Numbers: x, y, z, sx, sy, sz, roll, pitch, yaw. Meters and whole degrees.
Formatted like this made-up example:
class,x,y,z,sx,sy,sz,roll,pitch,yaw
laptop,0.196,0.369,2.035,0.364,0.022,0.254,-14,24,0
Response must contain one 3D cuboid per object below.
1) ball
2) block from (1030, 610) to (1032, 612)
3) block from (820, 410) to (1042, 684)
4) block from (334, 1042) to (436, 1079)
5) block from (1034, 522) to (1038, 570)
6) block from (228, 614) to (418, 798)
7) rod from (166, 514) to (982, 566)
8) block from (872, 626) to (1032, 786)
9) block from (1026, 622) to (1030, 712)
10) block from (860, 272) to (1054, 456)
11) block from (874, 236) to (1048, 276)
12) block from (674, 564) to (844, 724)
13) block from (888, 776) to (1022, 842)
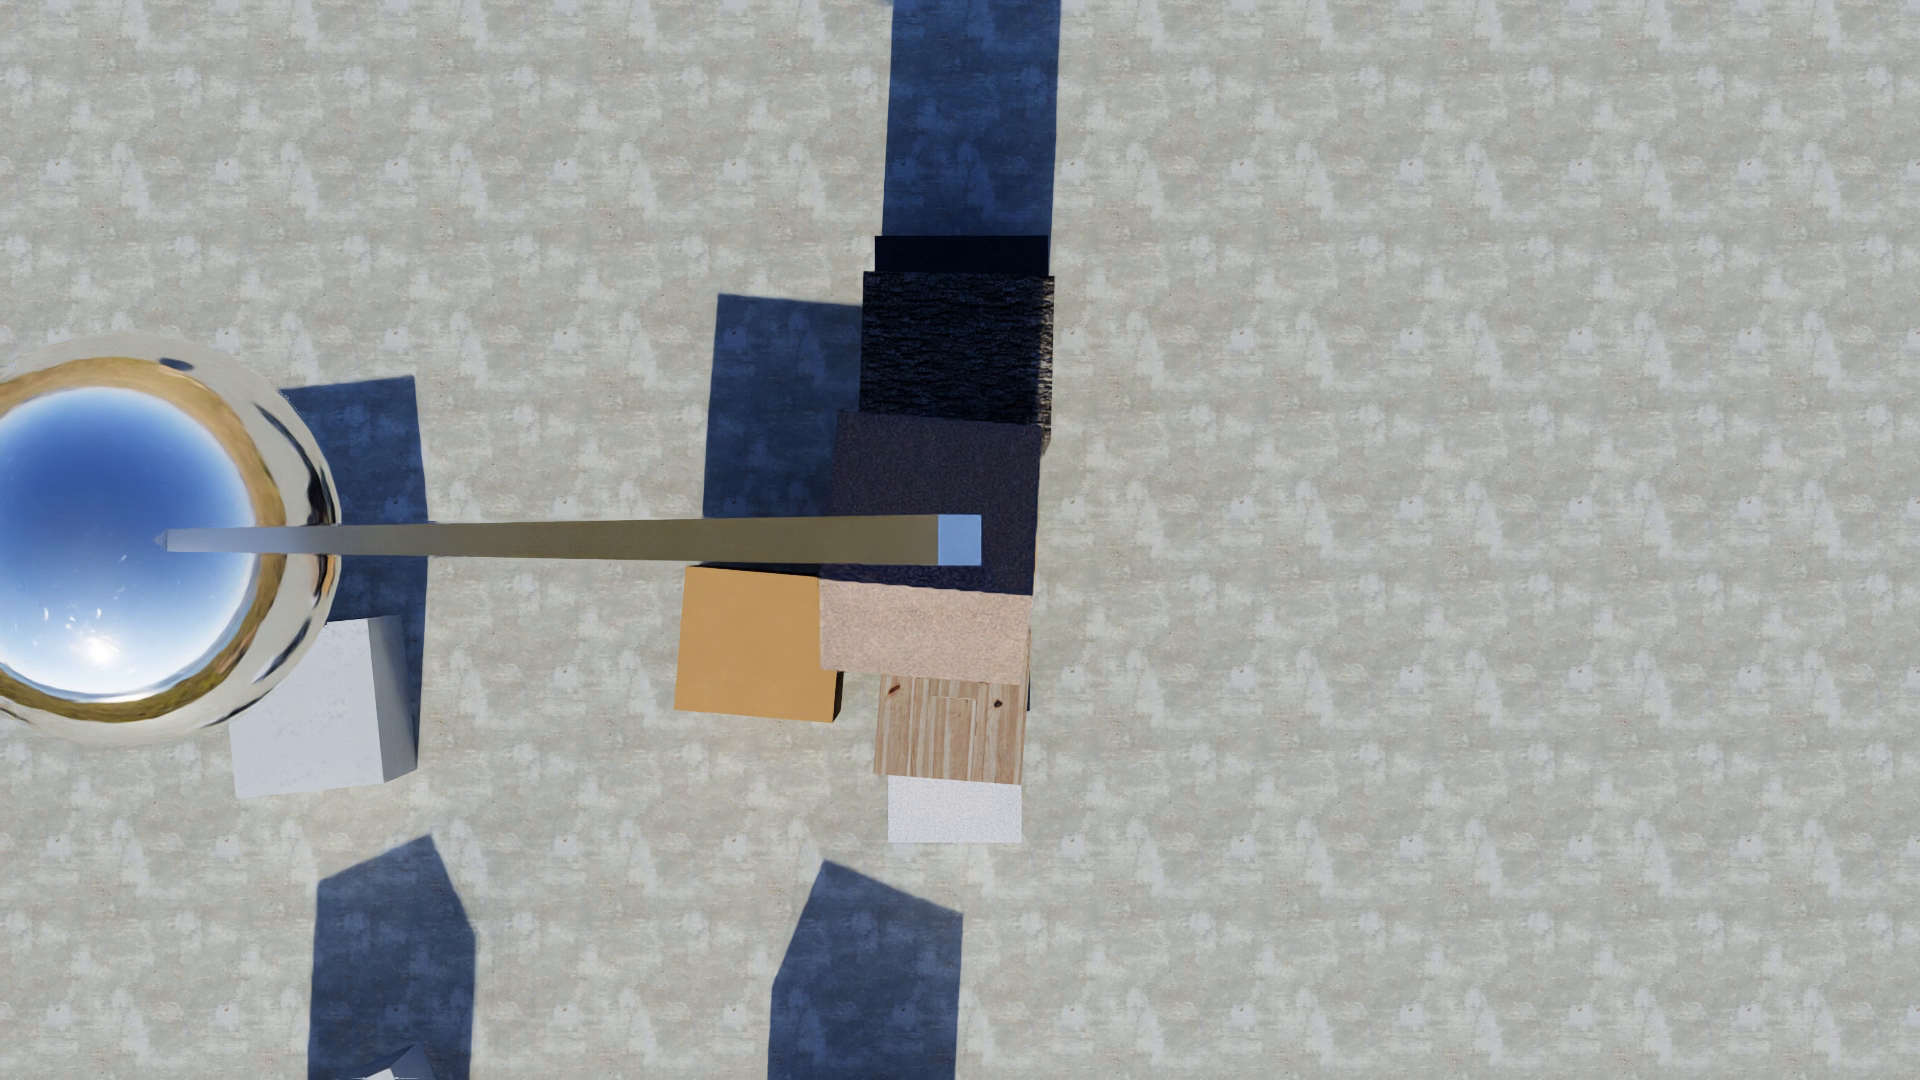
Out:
class,x,y,z,sx,sy,sz,roll,pitch,yaw
ball,-3.212,0.000,8.507,1.600,1.600,1.600,0,90,0
block,0.031,-0.034,11.737,0.678,0.700,0.815,0,90,0
block,-0.147,0.044,10.760,0.988,0.887,0.950,5,59,0
block,-3.395,3.424,12.671,0.730,0.658,0.687,-24,90,0
block,0.014,-0.296,12.545,0.820,0.911,0.931,0,90,0
block,-3.666,0.938,12.623,0.827,0.754,0.925,-6,90,0
rod,-1.392,0.000,5.635,0.080,5.200,0.080,0,90,-32
block,-0.036,0.851,11.759,0.763,0.898,0.818,4,86,0
block,-0.011,0.572,12.617,0.802,0.765,0.762,0,90,0
block,-0.016,-0.917,11.645,0.977,0.903,0.842,1,87,0
block,0.007,-1.221,12.559,0.956,0.883,0.914,0,90,0
block,-1.109,0.577,12.571,0.880,0.859,0.796,5,90,0
block,-0.028,1.323,12.601,0.740,0.799,0.711,0,90,0
